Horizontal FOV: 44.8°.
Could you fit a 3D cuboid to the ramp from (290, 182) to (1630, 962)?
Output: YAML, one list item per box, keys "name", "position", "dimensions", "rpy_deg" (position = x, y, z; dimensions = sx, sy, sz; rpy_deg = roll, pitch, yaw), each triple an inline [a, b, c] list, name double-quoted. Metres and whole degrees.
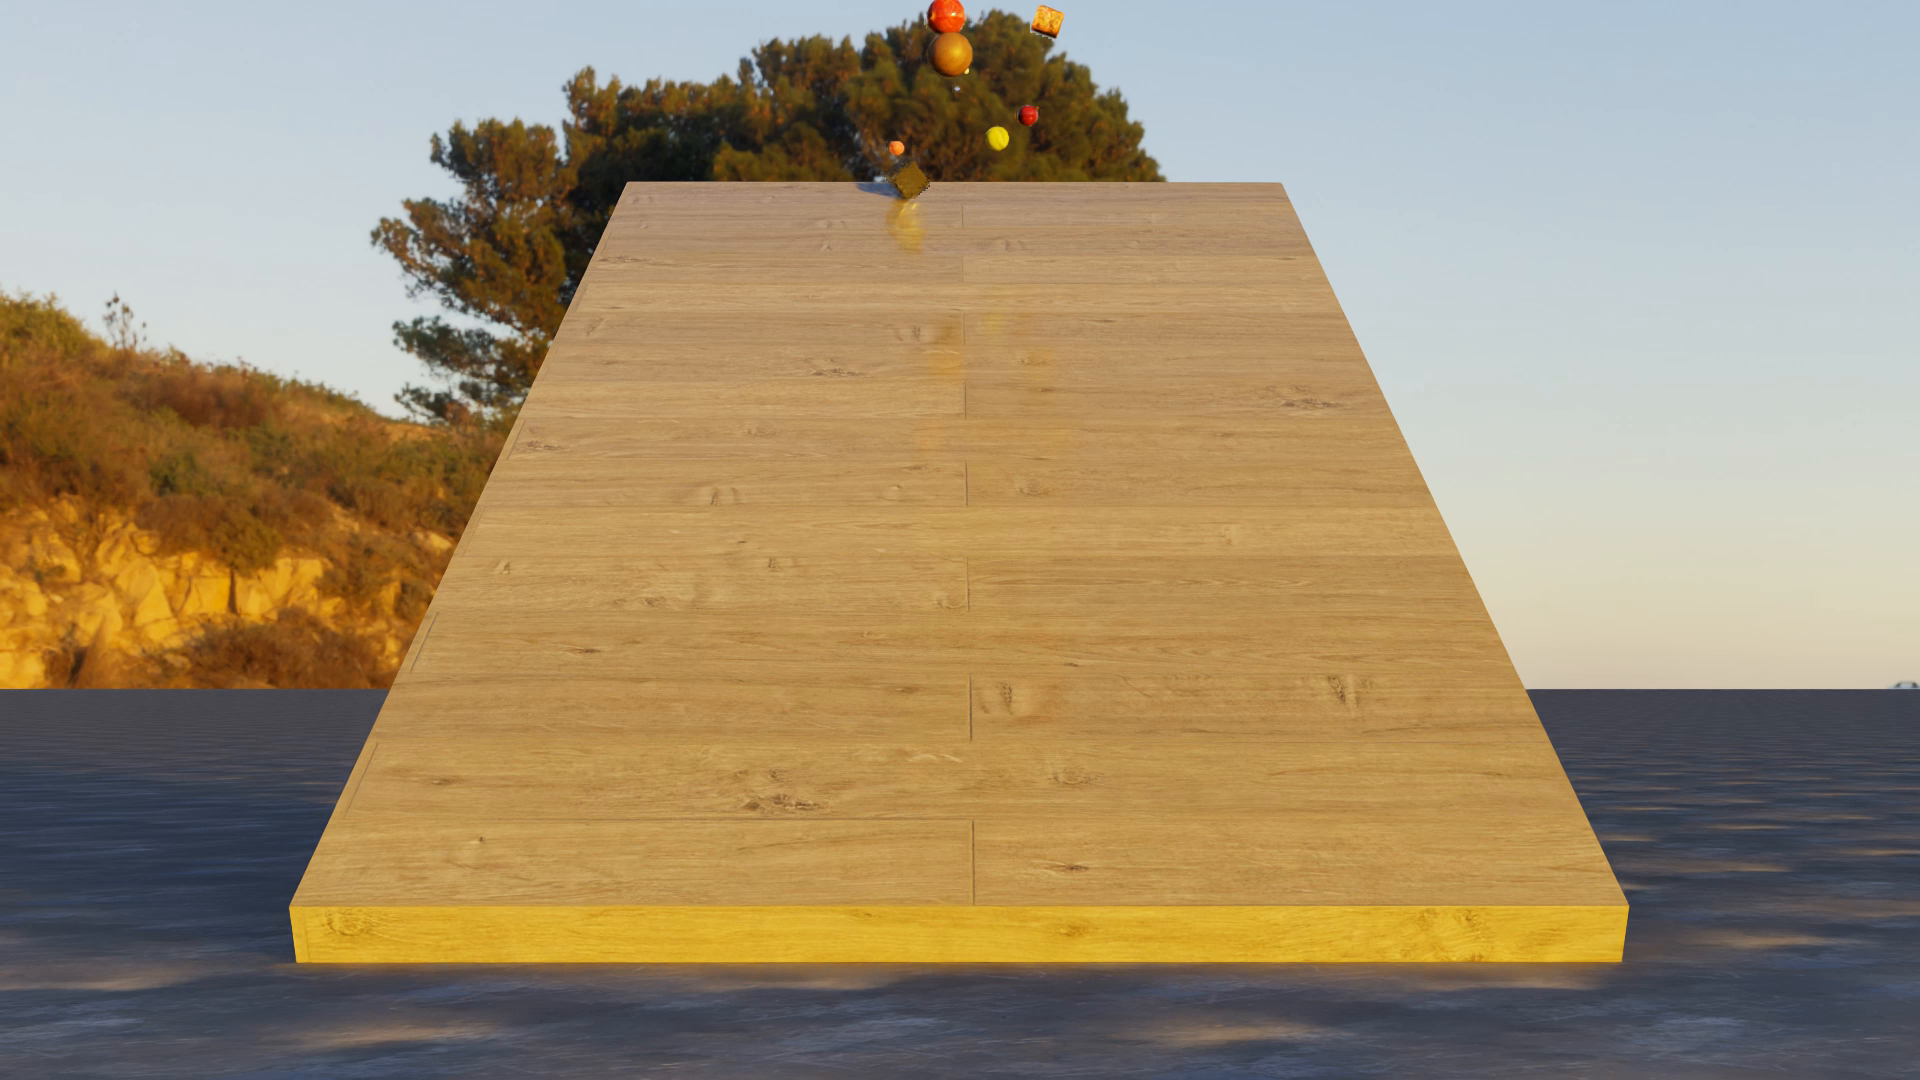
- name: "ramp"
  position: [-0.008, -0.229, 5.321]
  dimensions: [2.000, 0.100, 4.000]
  rpy_deg: [0, 24, 0]

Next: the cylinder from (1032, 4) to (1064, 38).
- name: "cylinder"
  position: [0.257, -1.514, 6.802]
  dimensions: [0.077, 0.077, 0.077]
  rpy_deg: [19, -4, 0]

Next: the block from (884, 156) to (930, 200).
- name: "block"
  position: [-0.158, -1.080, 6.950]
  dimensions: [0.082, 0.082, 0.082]
  rpy_deg: [-38, 32, -2]
